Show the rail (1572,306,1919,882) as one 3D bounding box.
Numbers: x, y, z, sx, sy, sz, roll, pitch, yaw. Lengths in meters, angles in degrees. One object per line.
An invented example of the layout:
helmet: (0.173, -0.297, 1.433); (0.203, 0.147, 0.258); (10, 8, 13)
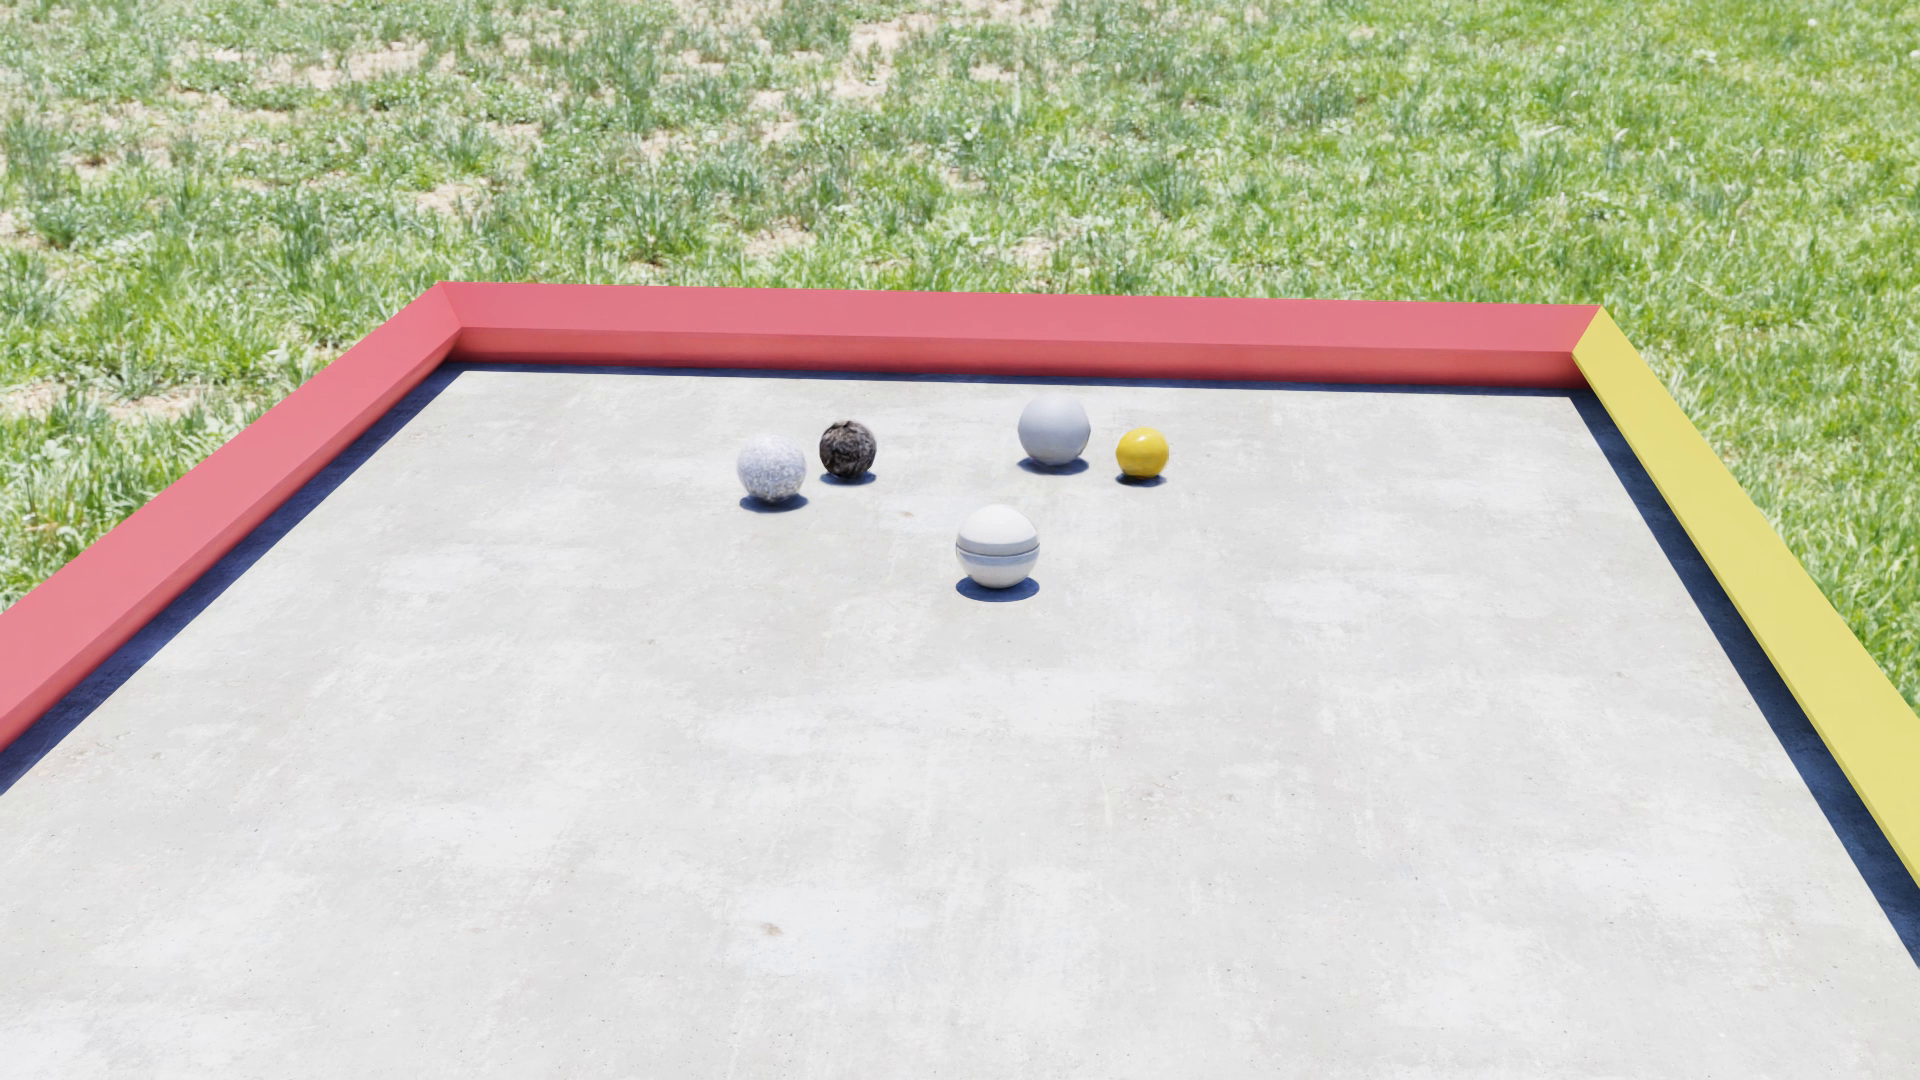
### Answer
rail: (0.762, 0.286, 1.650); (0.045, 0.123, 3.298); (2, 20, 5)

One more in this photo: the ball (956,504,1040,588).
ball: (0.042, 0.007, 2.453); (0.095, 0.095, 0.095); (0, 20, 0)

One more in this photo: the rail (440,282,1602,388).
rail: (0.069, -0.297, 3.237); (1.718, 0.123, 0.045); (2, 20, 5)

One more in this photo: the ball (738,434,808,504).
ball: (-0.233, -0.089, 2.727); (0.086, 0.086, 0.086); (0, 20, 0)

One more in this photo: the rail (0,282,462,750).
rail: (-0.903, 0.236, 1.785); (0.045, 0.123, 3.298); (2, 20, 5)

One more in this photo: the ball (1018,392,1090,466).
ball: (0.123, -0.144, 2.864); (0.095, 0.095, 0.095); (0, 20, 0)

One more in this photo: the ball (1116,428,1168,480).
ball: (0.232, -0.110, 2.812); (0.067, 0.067, 0.067); (0, 20, 0)

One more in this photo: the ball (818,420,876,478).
ball: (-0.144, -0.116, 2.817); (0.074, 0.074, 0.074); (0, 20, 0)
